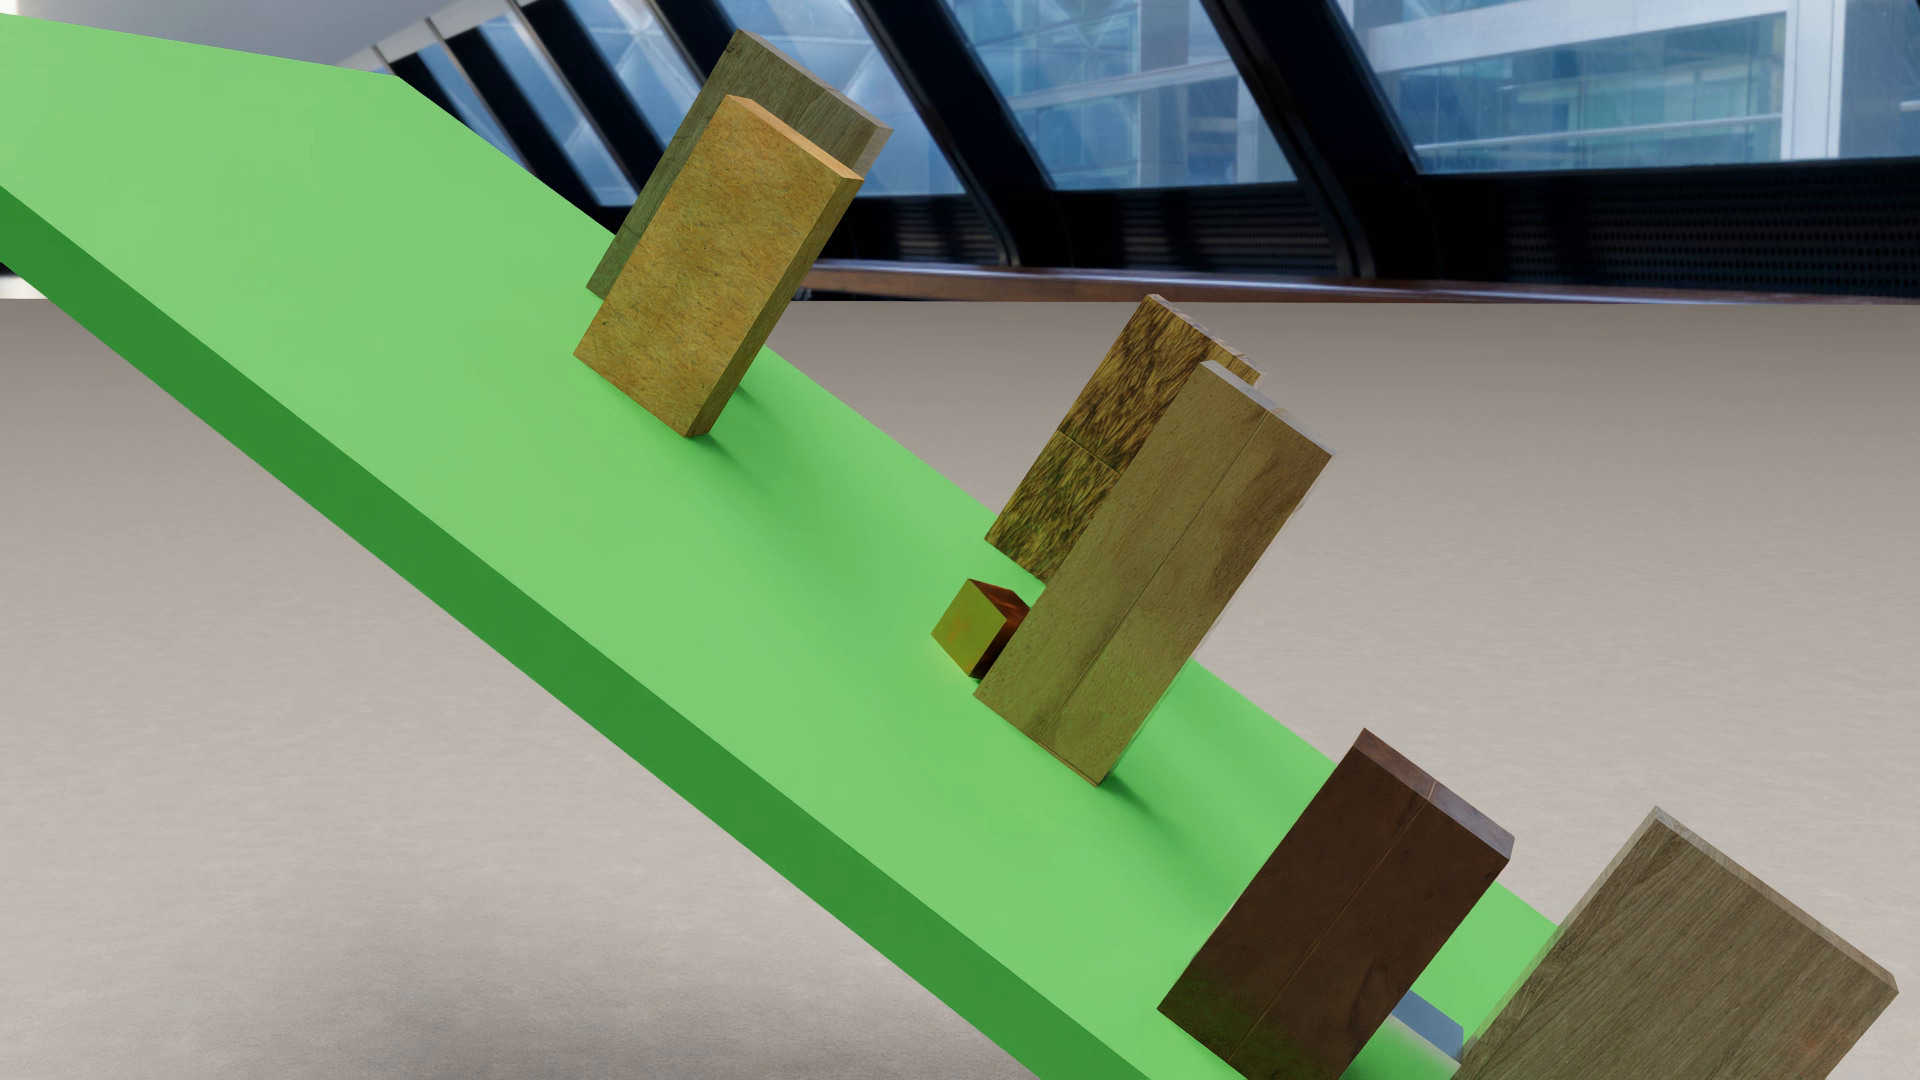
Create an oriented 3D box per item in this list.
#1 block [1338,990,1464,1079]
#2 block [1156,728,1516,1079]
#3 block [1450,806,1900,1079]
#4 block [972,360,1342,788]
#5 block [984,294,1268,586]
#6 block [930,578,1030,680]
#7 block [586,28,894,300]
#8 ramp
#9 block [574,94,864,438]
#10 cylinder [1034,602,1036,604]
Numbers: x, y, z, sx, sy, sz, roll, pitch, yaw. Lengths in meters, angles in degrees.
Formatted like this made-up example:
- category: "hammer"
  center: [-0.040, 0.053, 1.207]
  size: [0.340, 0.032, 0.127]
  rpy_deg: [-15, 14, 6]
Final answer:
- category: "block"
  center: [0.661, 0.785, 3.364]
  size: [0.151, 0.151, 0.151]
  rpy_deg: [35, 15, 7]
- category: "block"
  center: [0.540, 0.554, 3.174]
  size: [0.263, 0.492, 0.133]
  rpy_deg: [36, 15, 10]
- category: "block"
  center: [1.006, 0.762, 3.243]
  size: [0.403, 0.620, 0.085]
  rpy_deg: [36, 15, 10]
- category: "block"
  center: [0.341, 0.060, 3.851]
  size: [0.274, 0.717, 0.131]
  rpy_deg: [36, 15, 10]
- category: "block"
  center: [0.356, -0.181, 4.761]
  size: [0.295, 0.643, 0.109]
  rpy_deg: [36, 15, 10]
- category: "block"
  center: [0.057, 0.171, 4.051]
  size: [0.130, 0.130, 0.130]
  rpy_deg: [17, 23, -47]
- category: "block"
  center: [-0.472, -0.701, 4.661]
  size: [0.371, 0.645, 0.103]
  rpy_deg: [36, 15, 10]
- category: "ramp"
  center: [-0.110, 0.190, 4.091]
  size: [4.000, 0.100, 2.000]
  rpy_deg: [36, 15, 10]
- category: "block"
  center: [-0.467, -0.523, 4.230]
  size: [0.280, 0.591, 0.121]
  rpy_deg: [36, 15, 10]
- category: "cylinder"
  center: [0.244, 0.178, 4.365]
  size: [0.155, 0.155, 0.155]
  rpy_deg: [-4, 36, -33]
